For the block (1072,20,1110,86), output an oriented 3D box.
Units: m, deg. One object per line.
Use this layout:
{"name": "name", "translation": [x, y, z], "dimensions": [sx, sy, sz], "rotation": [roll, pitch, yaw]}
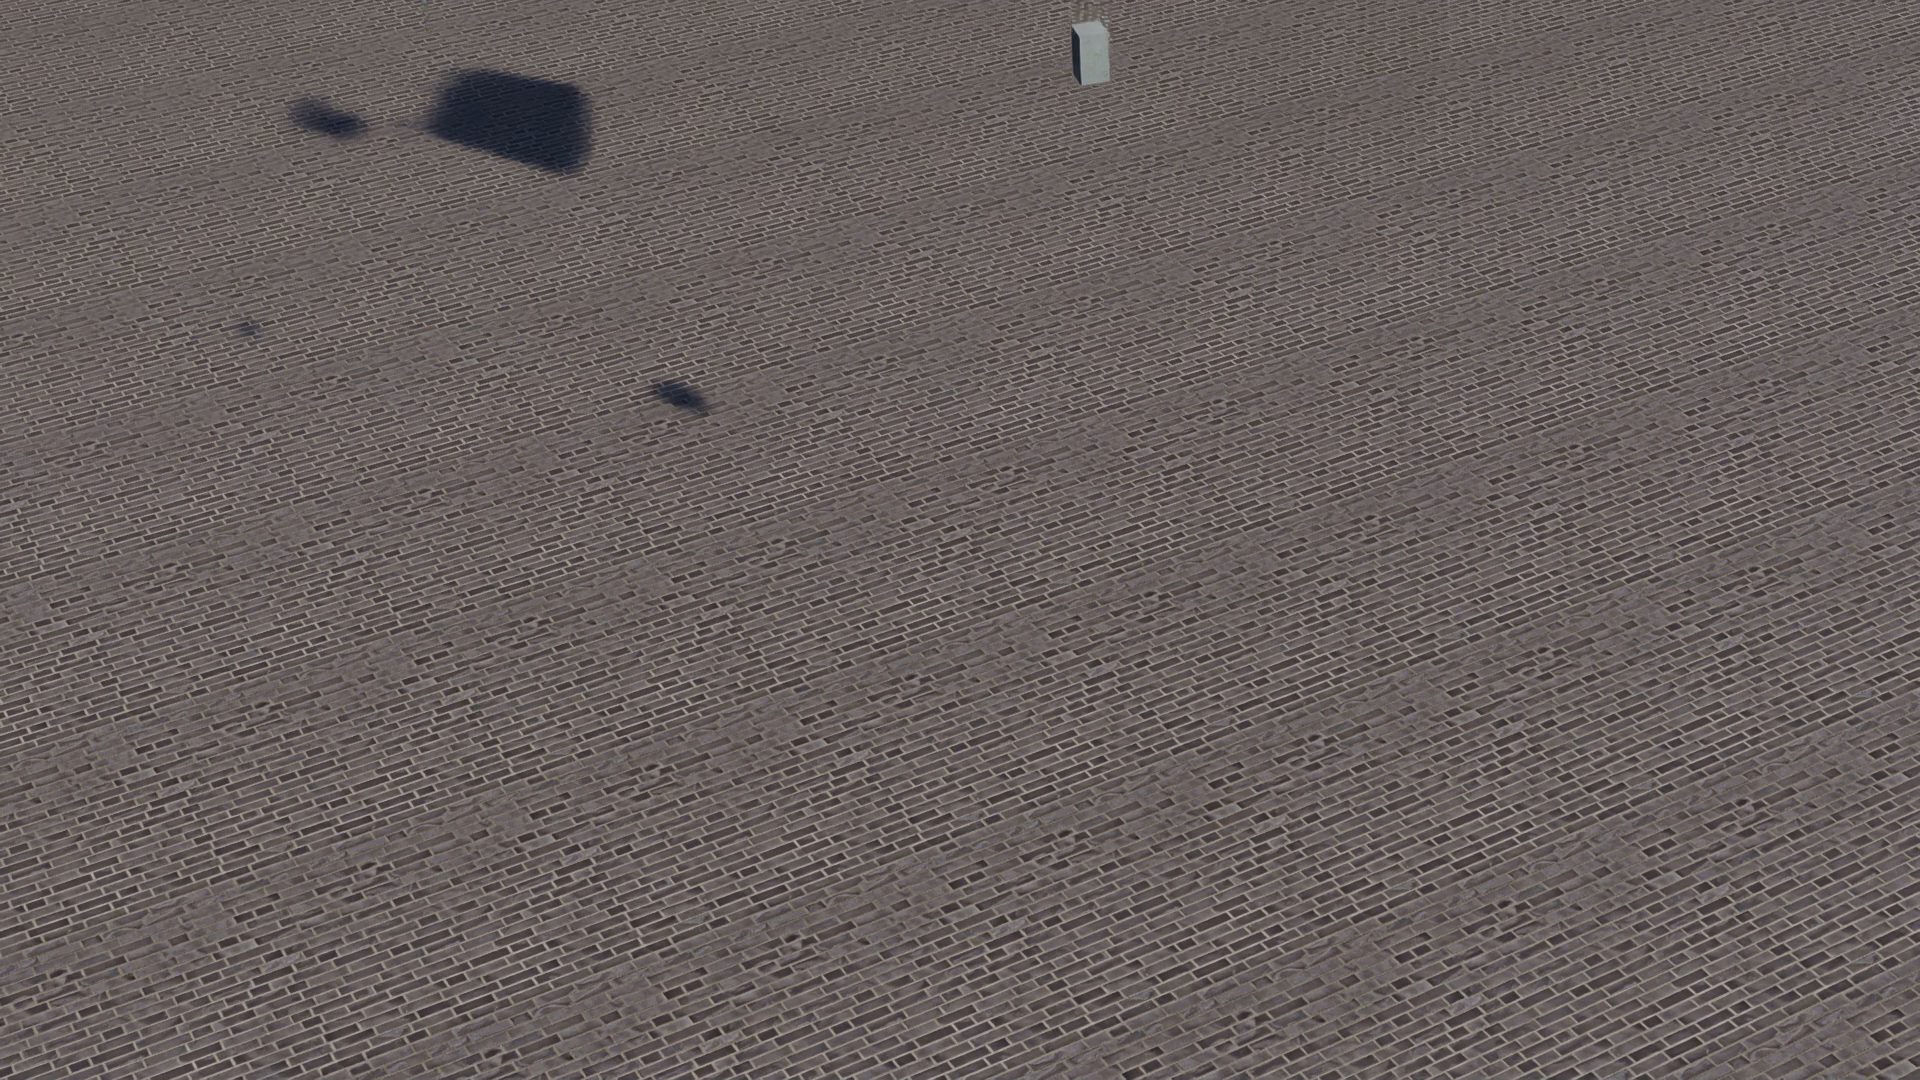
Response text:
{"name": "block", "translation": [0.408, -1.526, 9.188], "dimensions": [0.093, 0.168, 0.092], "rotation": [-11, 36, -10]}
